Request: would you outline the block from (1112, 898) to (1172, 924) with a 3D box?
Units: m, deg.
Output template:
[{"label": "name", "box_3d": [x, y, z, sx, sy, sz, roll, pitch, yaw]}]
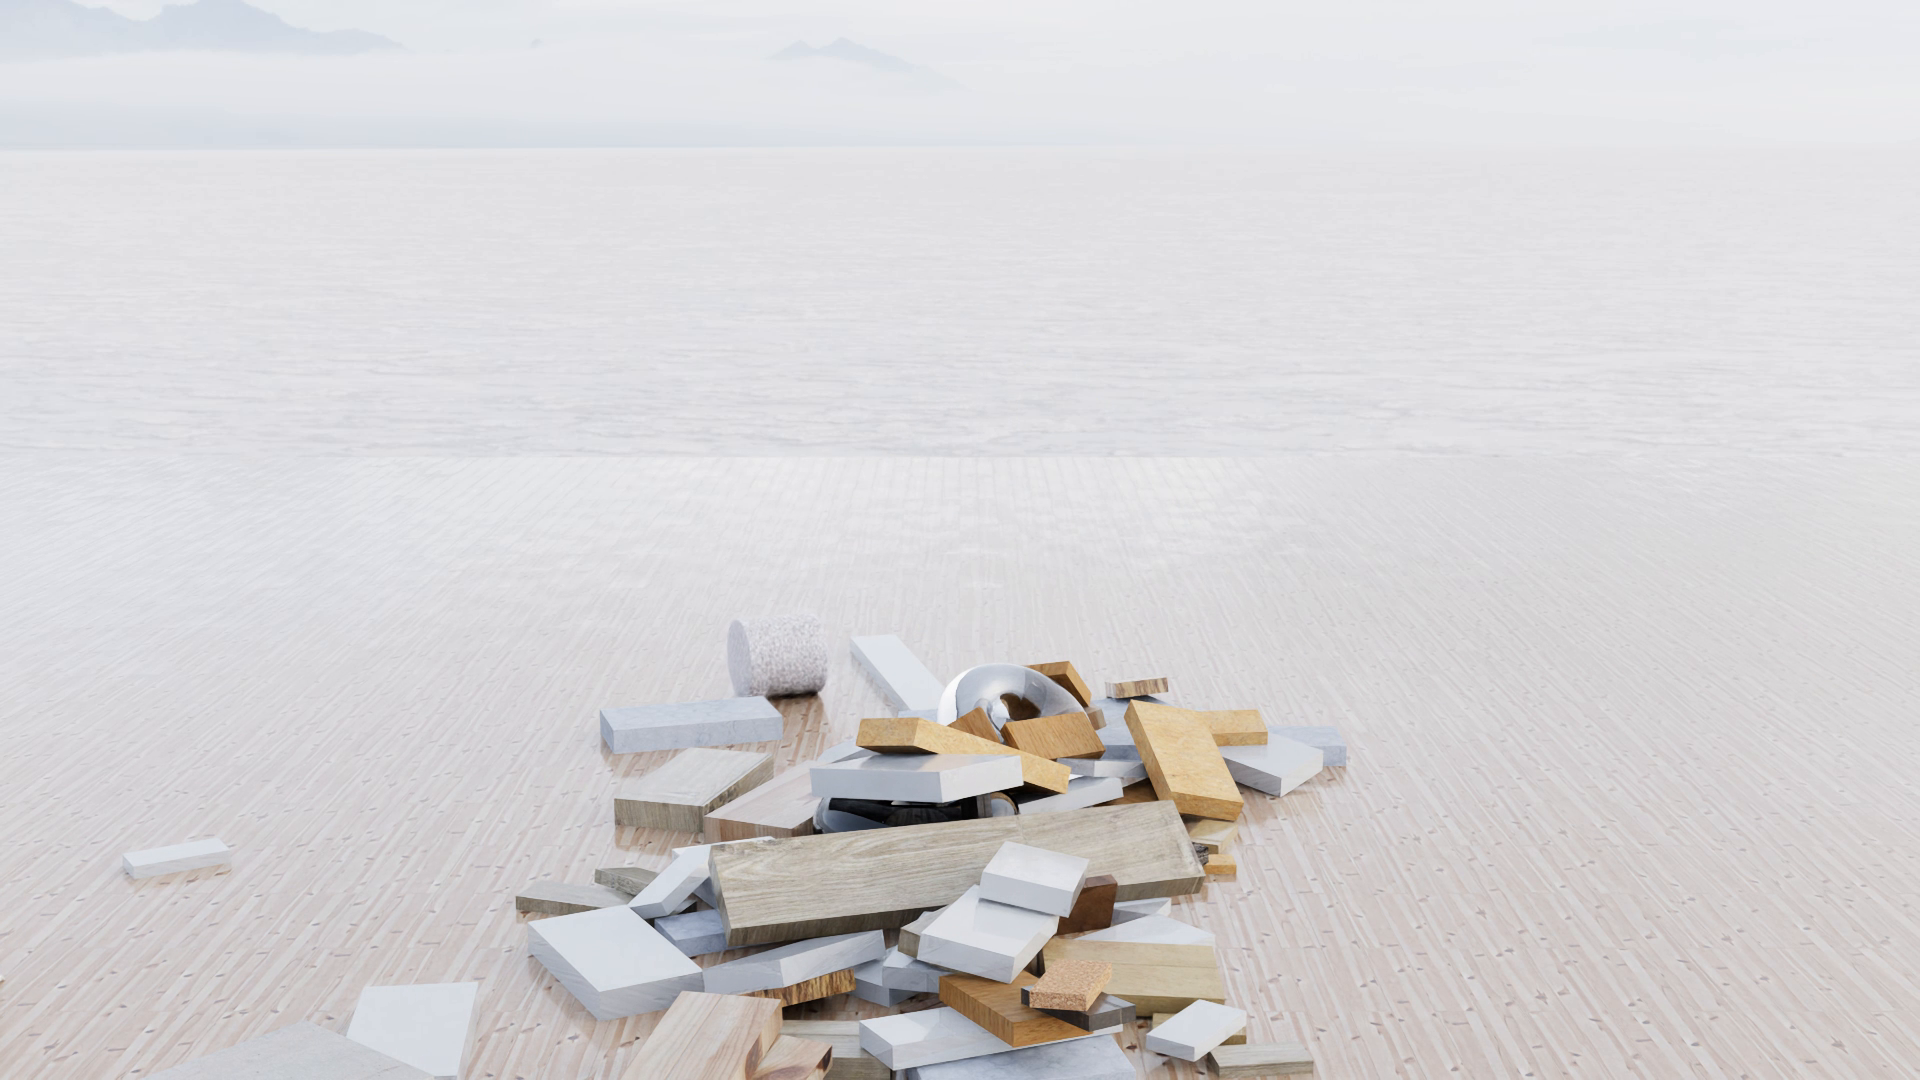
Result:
[{"label": "block", "box_3d": [0.247, 0.595, 3.575, 0.172, 0.024, 0.086, 5, 12, 24]}]

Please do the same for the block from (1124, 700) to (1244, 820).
[{"label": "block", "box_3d": [0.419, 0.413, 4.149, 0.148, 0.042, 0.297, 11, 27, -18]}]

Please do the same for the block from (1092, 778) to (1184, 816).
[{"label": "block", "box_3d": [0.371, 0.487, 4.132, 0.121, 0.034, 0.243, 9, 14, 39]}]

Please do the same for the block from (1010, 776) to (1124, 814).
[{"label": "block", "box_3d": [0.164, 0.479, 4.043, 0.243, 0.034, 0.121, -11, 3, -25]}]

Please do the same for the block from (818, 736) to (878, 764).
[{"label": "block", "box_3d": [-0.200, 0.411, 4.280, 0.189, 0.027, 0.095, -25, 12, 27]}]

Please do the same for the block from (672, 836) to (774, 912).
[{"label": "block", "box_3d": [-0.341, 0.553, 3.615, 0.176, 0.050, 0.352, -5, 5, -22]}]

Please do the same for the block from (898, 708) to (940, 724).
[{"label": "block", "box_3d": [-0.065, 0.414, 4.256, 0.122, 0.034, 0.243, -4, 32, 6]}]

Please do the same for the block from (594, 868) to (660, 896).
[{"label": "block", "box_3d": [-0.528, 0.567, 3.646, 0.081, 0.023, 0.162, 4, -1, -40]}]

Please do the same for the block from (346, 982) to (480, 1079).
[{"label": "block", "box_3d": [-0.753, 0.690, 3.006, 0.161, 0.046, 0.322, -1, 11, -7]}]

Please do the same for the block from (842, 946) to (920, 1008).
[{"label": "block", "box_3d": [-0.078, 0.644, 3.300, 0.103, 0.029, 0.206, 8, 13, 38]}]

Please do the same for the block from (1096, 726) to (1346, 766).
[{"label": "block", "box_3d": [0.468, 0.418, 4.480, 0.613, 0.042, 0.148, 0, 11, 1]}]

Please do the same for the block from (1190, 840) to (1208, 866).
[{"label": "block", "box_3d": [0.319, 0.533, 3.795, 0.201, 0.028, 0.100, 15, 27, 43]}]

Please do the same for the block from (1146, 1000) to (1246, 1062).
[{"label": "block", "box_3d": [0.327, 0.677, 3.040, 0.075, 0.021, 0.150, 7, 13, 34]}]

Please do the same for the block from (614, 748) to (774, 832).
[{"label": "block", "box_3d": [-0.500, 0.471, 4.173, 0.177, 0.050, 0.354, 3, 11, 16]}]

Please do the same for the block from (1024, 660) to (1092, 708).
[{"label": "block", "box_3d": [0.140, 0.302, 4.445, 0.226, 0.113, 0.032, -8, 47, 28]}]

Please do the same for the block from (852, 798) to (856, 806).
[{"label": "block", "box_3d": [-0.102, 0.457, 4.063, 0.176, 0.088, 0.025, 6, 35, -24]}]

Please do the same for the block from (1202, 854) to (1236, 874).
[{"label": "block", "box_3d": [0.417, 0.559, 3.792, 0.112, 0.016, 0.056, 0, 11, -2]}]

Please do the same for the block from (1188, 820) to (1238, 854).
[{"label": "block", "box_3d": [0.448, 0.531, 3.934, 0.066, 0.019, 0.132, 4, 11, 22]}]

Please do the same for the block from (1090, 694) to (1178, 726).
[{"label": "block", "box_3d": [0.314, 0.379, 4.700, 0.277, 0.039, 0.139, -5, 12, -27]}]

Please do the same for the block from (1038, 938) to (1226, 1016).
[{"label": "block", "box_3d": [0.247, 0.636, 3.189, 0.255, 0.036, 0.127, 3, 25, -4]}]

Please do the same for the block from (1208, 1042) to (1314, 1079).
[{"label": "block", "box_3d": [0.408, 0.707, 2.989, 0.130, 0.018, 0.065, -2, 11, -8]}]

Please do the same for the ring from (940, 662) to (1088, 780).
[{"label": "ring", "box_3d": [0.110, 0.370, 4.250, 0.322, 0.107, 0.322, 16, 39, -13]}]

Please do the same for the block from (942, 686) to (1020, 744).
[{"label": "block", "box_3d": [0.017, 0.391, 4.346, 0.139, 0.039, 0.277, 2, 33, 16]}]

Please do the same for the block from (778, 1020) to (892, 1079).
[{"label": "block", "box_3d": [-0.212, 0.696, 3.002, 0.243, 0.034, 0.121, 0, 11, 2]}]

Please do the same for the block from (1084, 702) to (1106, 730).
[{"label": "block", "box_3d": [0.141, 0.389, 4.427, 0.277, 0.039, 0.139, -20, 16, -13]}]

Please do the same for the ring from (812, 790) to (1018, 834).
[{"label": "ring", "box_3d": [-0.074, 0.496, 3.845, 0.369, 0.123, 0.369, 0, 9, 0]}]

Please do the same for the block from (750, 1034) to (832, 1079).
[{"label": "block", "box_3d": [-0.261, 0.711, 2.830, 0.114, 0.032, 0.228, 6, 20, 19]}]

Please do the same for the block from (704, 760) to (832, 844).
[{"label": "block", "box_3d": [-0.295, 0.491, 4.065, 0.177, 0.050, 0.393, 5, 11, 24]}]

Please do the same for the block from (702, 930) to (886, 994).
[{"label": "block", "box_3d": [-0.238, 0.616, 3.208, 0.136, 0.039, 0.272, -13, -6, 29]}]

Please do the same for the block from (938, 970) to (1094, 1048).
[{"label": "block", "box_3d": [0.073, 0.628, 2.972, 0.117, 0.033, 0.234, -4, 6, -25]}]

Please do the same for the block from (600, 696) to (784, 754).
[{"label": "block", "box_3d": [-0.566, 0.387, 4.623, 0.354, 0.050, 0.177, -3, 11, -18]}]

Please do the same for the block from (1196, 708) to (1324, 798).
[{"label": "block", "box_3d": [0.548, 0.416, 4.333, 0.297, 0.042, 0.148, 18, 28, 38]}]
